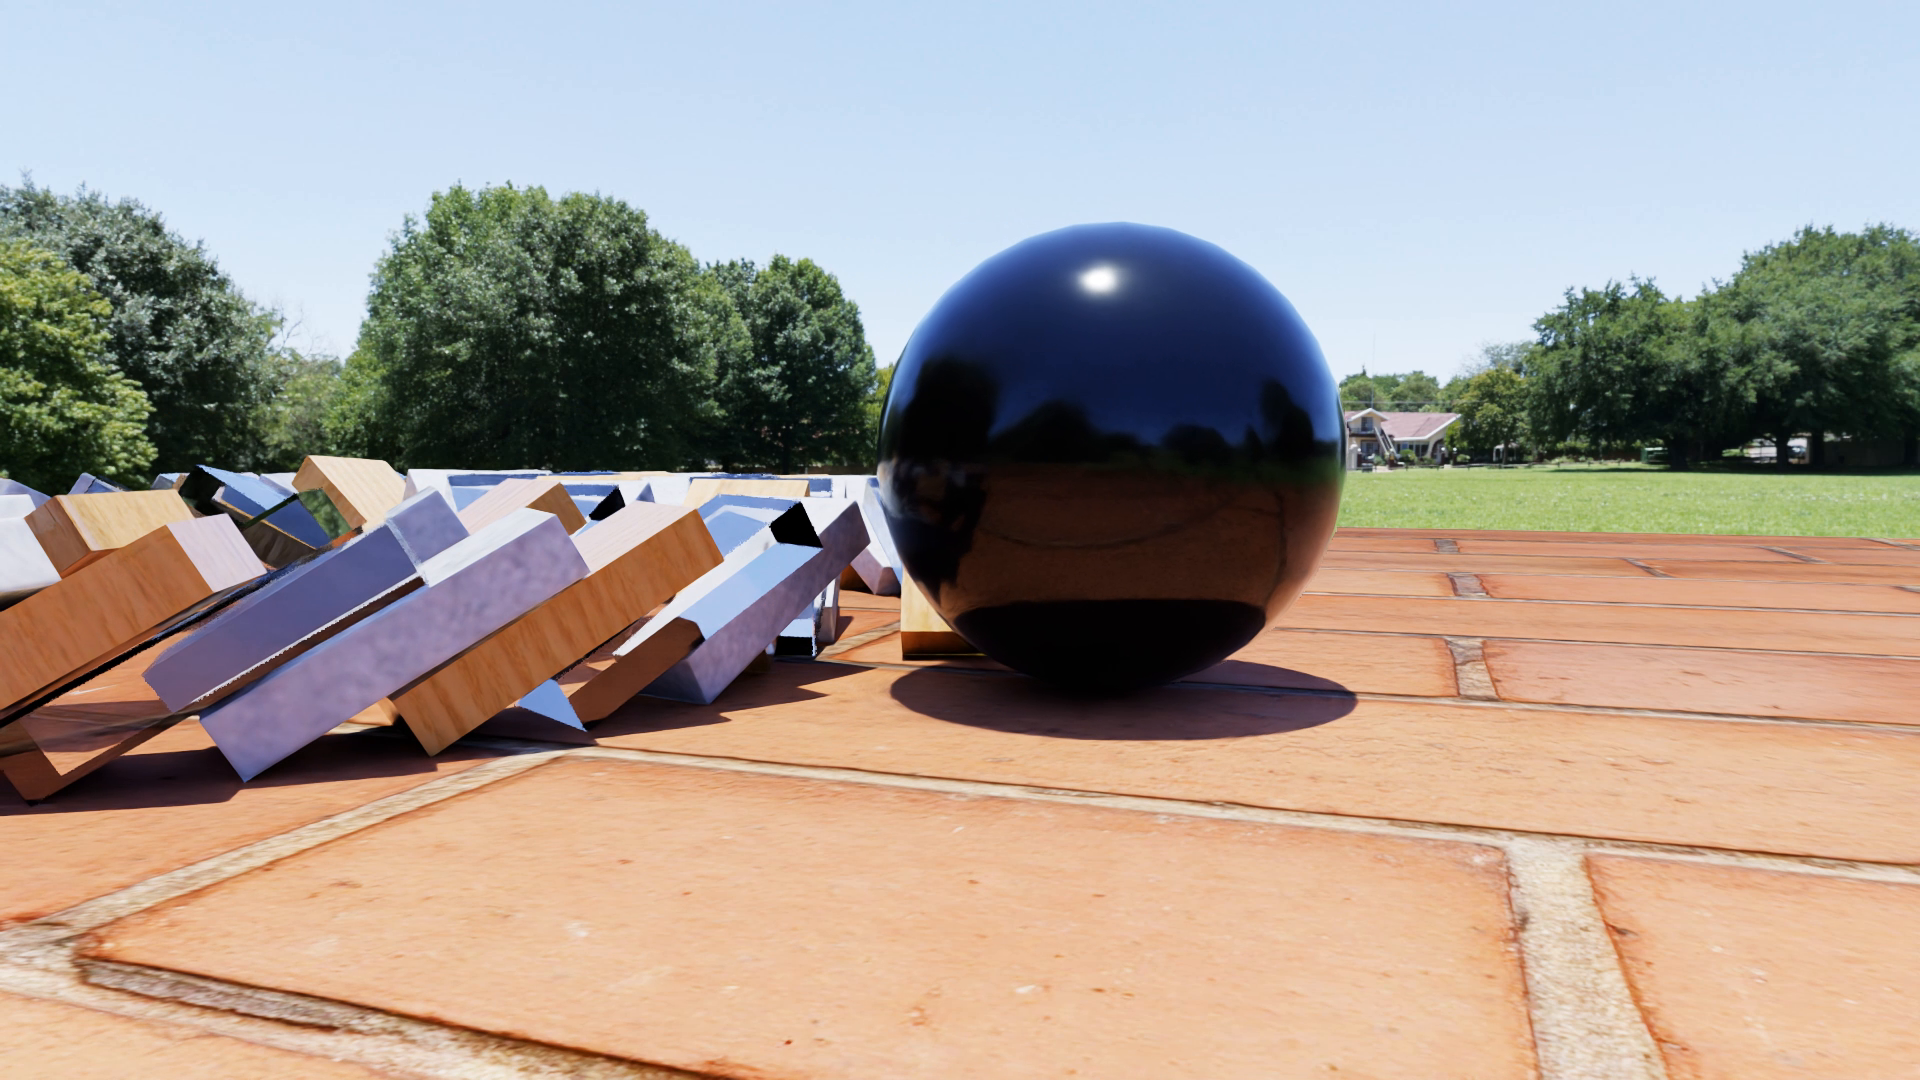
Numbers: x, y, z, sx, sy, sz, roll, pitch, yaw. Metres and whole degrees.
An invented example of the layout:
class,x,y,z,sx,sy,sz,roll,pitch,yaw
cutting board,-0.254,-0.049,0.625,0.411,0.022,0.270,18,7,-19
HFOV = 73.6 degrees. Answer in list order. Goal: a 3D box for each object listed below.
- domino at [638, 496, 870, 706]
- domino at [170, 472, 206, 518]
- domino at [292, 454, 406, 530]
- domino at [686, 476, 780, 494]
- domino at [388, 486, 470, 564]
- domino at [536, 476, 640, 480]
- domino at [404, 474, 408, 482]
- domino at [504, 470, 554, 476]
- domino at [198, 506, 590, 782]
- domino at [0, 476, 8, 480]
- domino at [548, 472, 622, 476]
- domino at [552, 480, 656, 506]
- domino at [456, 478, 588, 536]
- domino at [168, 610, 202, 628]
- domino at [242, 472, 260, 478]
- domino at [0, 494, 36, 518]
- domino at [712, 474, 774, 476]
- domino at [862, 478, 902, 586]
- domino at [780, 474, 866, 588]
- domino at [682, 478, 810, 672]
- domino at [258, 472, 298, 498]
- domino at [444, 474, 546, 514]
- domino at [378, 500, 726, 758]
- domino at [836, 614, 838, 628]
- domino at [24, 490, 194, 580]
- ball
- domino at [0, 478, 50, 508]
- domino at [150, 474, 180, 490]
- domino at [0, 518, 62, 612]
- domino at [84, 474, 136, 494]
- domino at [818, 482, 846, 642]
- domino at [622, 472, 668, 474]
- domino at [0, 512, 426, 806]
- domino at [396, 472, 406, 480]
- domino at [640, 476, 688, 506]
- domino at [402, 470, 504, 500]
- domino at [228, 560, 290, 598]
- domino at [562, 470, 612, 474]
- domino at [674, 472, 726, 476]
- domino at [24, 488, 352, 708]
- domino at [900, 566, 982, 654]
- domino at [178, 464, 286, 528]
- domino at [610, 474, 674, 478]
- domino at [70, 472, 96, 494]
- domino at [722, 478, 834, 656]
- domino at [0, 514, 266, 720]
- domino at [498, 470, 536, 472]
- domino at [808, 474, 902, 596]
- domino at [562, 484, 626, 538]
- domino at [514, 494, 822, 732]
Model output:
class,x,y,z,sx,sy,sz,roll,pitch,yaw
domino,-0.041,0.009,0.231,0.025,0.010,0.050,3,34,33
domino,-0.202,-0.003,0.375,0.050,0.009,0.025,31,-4,-15
domino,-0.150,-0.003,0.339,0.050,0.009,0.025,42,15,18
domino,-0.054,0.001,0.333,0.025,0.010,0.050,-2,35,-22
domino,-0.110,0.009,0.221,0.050,0.010,0.025,-36,18,-18
domino,-0.092,0.003,0.303,0.025,0.009,0.050,0,36,-1
domino,-0.141,-0.003,0.386,0.050,0.009,0.025,32,10,8
domino,-0.118,-0.003,0.384,0.050,0.010,0.025,36,20,22
domino,-0.079,0.013,0.181,0.050,0.009,0.025,-34,19,-23
domino,-0.266,-0.003,0.388,0.050,0.009,0.025,35,-19,-37
domino,-0.099,-0.003,0.376,0.025,0.009,0.050,-4,37,-49
domino,-0.088,0.004,0.282,0.025,0.010,0.050,1,36,14
domino,-0.096,0.007,0.238,0.025,0.010,0.050,5,40,49
domino,-0.204,0.016,0.291,0.025,0.009,0.050,4,6,40
domino,-0.216,-0.006,0.425,0.050,0.009,0.025,29,-4,-15
domino,-0.169,0.010,0.200,0.050,0.009,0.025,-32,-7,20
domino,-0.057,-0.005,0.410,0.025,0.009,0.050,-5,36,-48
domino,-0.009,-0.001,0.366,0.025,0.009,0.050,-1,33,-21
domino,-0.040,-0.003,0.397,0.025,0.009,0.050,-4,35,-41
domino,-0.046,0.006,0.257,0.025,0.009,0.050,1,37,4
domino,-0.182,-0.003,0.382,0.050,0.010,0.025,31,1,-6
domino,-0.111,0.001,0.321,0.025,0.009,0.050,-3,37,-31
domino,-0.063,0.011,0.194,0.050,0.009,0.025,-36,23,-27
domino,-0.043,0.002,0.314,0.025,0.010,0.050,0,35,-7
domino,-0.148,0.010,0.201,0.050,0.009,0.025,-33,1,7
ball,0.025,-0.014,0.223,0.080,0.080,0.080,0,4,0
domino,-0.232,0.000,0.343,0.025,0.009,0.050,4,-25,45
domino,-0.234,-0.005,0.417,0.050,0.009,0.025,30,-6,-18
domino,-0.136,0.015,0.149,0.050,0.009,0.025,-30,3,4
domino,-0.218,-0.002,0.360,0.050,0.009,0.025,34,-14,-29
domino,-0.040,0.004,0.294,0.025,0.009,0.050,0,35,-1
domino,-0.093,-0.006,0.431,0.050,0.009,0.025,35,20,24
domino,-0.096,0.014,0.169,0.050,0.009,0.025,-33,16,-18
domino,-0.176,-0.007,0.436,0.050,0.009,0.025,29,2,-5
domino,-0.068,0.000,0.349,0.025,0.009,0.050,-3,35,-34
domino,-0.126,-0.001,0.336,0.025,0.009,0.050,-1,36,-39
domino,-0.193,0.005,0.314,0.050,0.010,0.025,21,-13,-29
domino,-0.112,-0.007,0.438,0.050,0.009,0.025,34,17,20
domino,-0.074,-0.005,0.422,0.050,0.009,0.025,38,25,31
domino,-0.127,0.009,0.212,0.050,0.009,0.025,-34,13,-13
domino,0.001,0.000,0.269,0.025,0.050,0.009,0,-34,0
domino,-0.174,-0.001,0.335,0.050,0.009,0.025,31,-3,5
domino,-0.083,-0.001,0.364,0.025,0.009,0.050,-4,36,-42
domino,-0.251,-0.004,0.403,0.050,0.009,0.025,33,-13,-29
domino,-0.042,0.005,0.275,0.025,0.009,0.050,0,36,0
domino,-0.115,0.014,0.158,0.050,0.010,0.025,-32,11,-11
domino,-0.134,-0.007,0.440,0.050,0.009,0.025,31,10,9
domino,-0.025,-0.003,0.383,0.025,0.009,0.050,-3,35,-35
domino,-0.092,0.006,0.262,0.025,0.009,0.050,2,36,22
domino,-0.049,0.010,0.211,0.025,0.009,0.050,6,37,47
